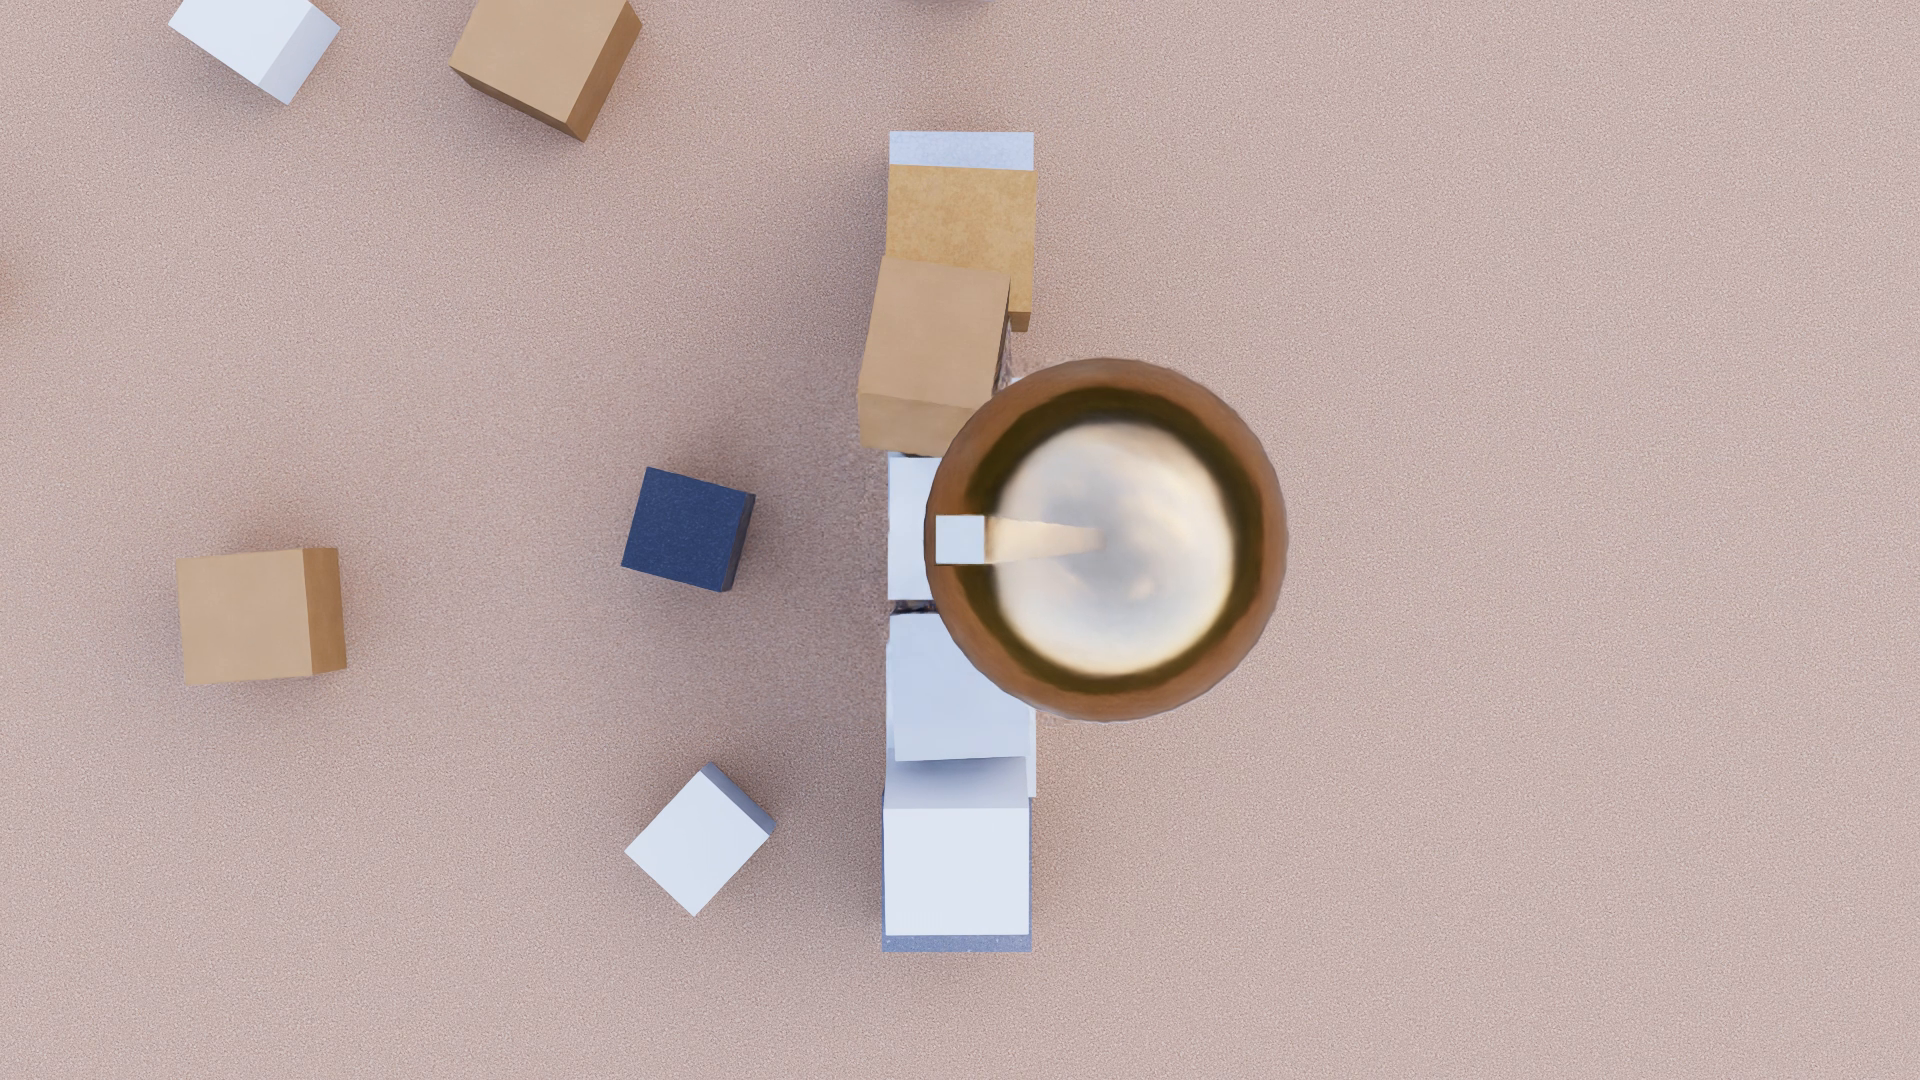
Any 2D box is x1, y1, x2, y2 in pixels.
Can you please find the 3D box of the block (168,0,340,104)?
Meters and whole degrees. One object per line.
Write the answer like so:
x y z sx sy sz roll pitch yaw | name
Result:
-4.070 -2.972 12.717 0.614 0.565 0.557 34 90 0 | block

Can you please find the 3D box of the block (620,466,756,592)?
-1.557 -0.059 12.695 0.581 0.610 0.583 15 90 0 | block

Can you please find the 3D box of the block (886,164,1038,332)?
0.002 -1.573 11.953 0.782 0.726 0.752 3 87 0 | block

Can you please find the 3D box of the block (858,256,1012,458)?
-0.130 -0.910 11.232 0.654 0.677 0.760 8 69 2 | block

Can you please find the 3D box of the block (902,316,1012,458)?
-0.021 -0.817 11.920 0.581 0.583 0.663 0 79 0 | block

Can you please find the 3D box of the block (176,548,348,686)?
-4.008 0.431 12.654 0.713 0.692 0.712 -5 90 0 | block

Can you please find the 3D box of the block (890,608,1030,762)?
-0.001 0.742 11.653 0.691 0.836 0.748 -2 90 0 | block

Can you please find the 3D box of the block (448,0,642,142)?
-2.381 -2.860 12.688 0.742 0.625 0.778 26 90 0 | block

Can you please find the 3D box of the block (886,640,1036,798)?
0.007 0.991 12.536 0.820 0.928 0.842 0 90 0 | block

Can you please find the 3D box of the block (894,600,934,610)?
-0.006 0.226 12.611 0.723 0.779 0.667 0 90 0 | block

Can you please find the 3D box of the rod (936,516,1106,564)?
0.275 0.000 6.243 0.080 5.200 0.080 0 90 6 | rod

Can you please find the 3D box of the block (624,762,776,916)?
-1.491 1.720 12.727 0.543 0.546 0.626 43 90 0 | block

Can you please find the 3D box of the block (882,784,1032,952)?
-0.019 1.856 12.609 0.834 0.782 0.869 0 90 0 | block

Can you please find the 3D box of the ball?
0.634 0.000 9.624 1.600 1.600 1.600 0 90 0 | ball

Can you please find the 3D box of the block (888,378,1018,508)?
-0.015 -0.512 12.617 0.773 0.765 0.782 0 90 0 | block

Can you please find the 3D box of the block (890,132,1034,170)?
0.006 -1.901 12.668 0.807 0.664 0.777 0 90 0 | block

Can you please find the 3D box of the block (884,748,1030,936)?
-0.017 1.599 11.748 0.747 0.735 0.734 0 110 0 | block

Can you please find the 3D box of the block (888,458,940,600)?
-0.043 -0.052 11.815 0.654 0.812 0.740 1 90 0 | block
